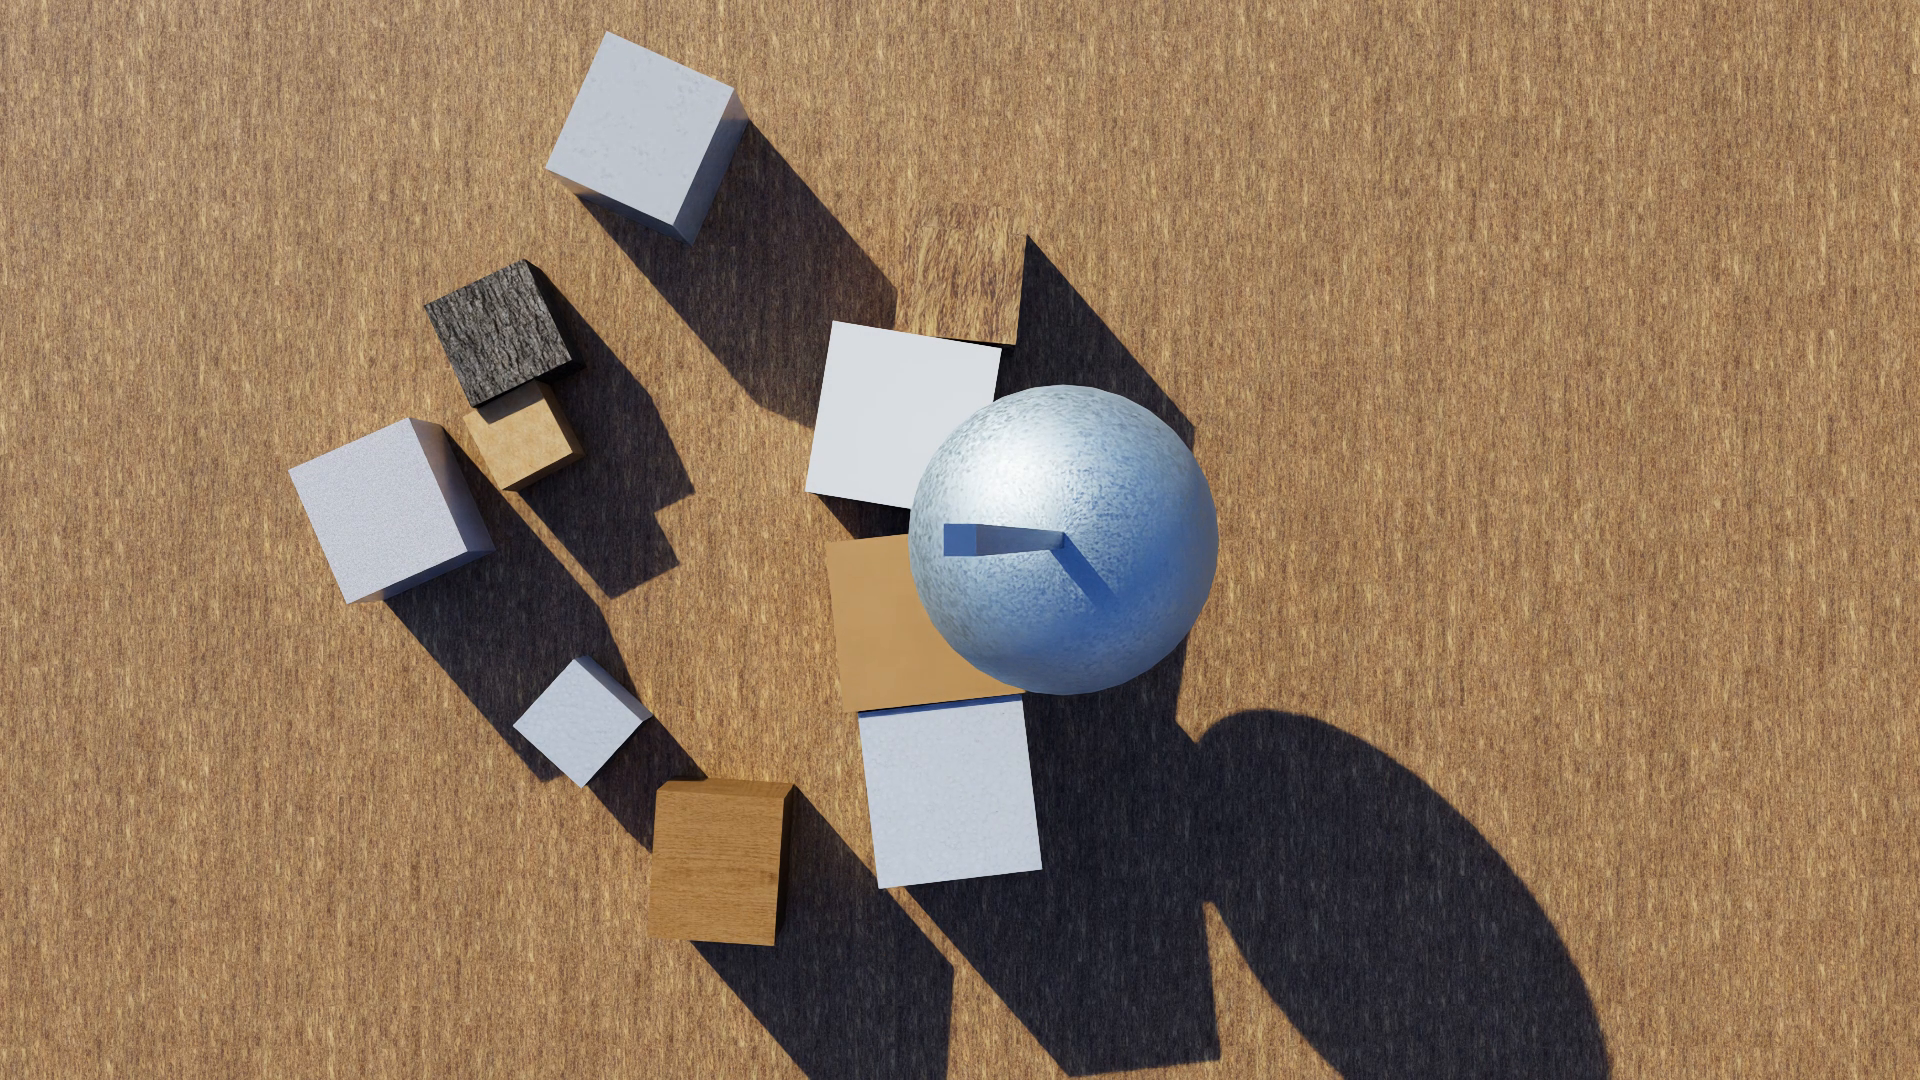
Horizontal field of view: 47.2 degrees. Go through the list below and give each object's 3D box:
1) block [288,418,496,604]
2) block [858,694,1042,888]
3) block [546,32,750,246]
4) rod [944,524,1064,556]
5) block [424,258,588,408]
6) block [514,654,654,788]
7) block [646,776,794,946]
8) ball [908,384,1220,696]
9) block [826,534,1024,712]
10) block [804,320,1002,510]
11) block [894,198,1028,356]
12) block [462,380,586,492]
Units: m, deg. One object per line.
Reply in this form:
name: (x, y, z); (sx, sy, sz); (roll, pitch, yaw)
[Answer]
block: (-3.239, -0.163, 12.616); (0.732, 0.769, 0.815); (-24, 90, 0)
block: (-0.055, 1.383, 12.553); (0.907, 0.893, 0.974); (-7, 90, 0)
block: (-1.765, -2.269, 12.557); (0.771, 0.885, 0.829); (24, 90, 0)
rod: (0.229, 0.000, 7.931); (0.080, 5.200, 0.080); (0, 90, 5)
block: (-2.624, -1.176, 12.737); (0.631, 0.526, 0.636); (-25, 90, 0)
block: (-2.177, 1.047, 12.762); (0.528, 0.476, 0.516); (42, 90, 0)
block: (-1.360, 1.824, 12.614); (0.709, 0.773, 0.820); (4, 90, 0)
ball: (0.529, 0.000, 11.318); (1.600, 1.600, 1.600); (0, 90, 0)
block: (-0.186, 0.427, 12.539); (1.014, 0.922, 0.938); (-6, 90, 0)
block: (-0.311, -0.658, 12.523); (0.936, 0.954, 0.947); (9, 90, 0)
block: (0.009, -1.488, 12.588); (0.677, 0.824, 0.750); (6, 90, 0)
block: (-2.524, -0.601, 12.772); (0.464, 0.455, 0.470); (-28, 90, 0)
